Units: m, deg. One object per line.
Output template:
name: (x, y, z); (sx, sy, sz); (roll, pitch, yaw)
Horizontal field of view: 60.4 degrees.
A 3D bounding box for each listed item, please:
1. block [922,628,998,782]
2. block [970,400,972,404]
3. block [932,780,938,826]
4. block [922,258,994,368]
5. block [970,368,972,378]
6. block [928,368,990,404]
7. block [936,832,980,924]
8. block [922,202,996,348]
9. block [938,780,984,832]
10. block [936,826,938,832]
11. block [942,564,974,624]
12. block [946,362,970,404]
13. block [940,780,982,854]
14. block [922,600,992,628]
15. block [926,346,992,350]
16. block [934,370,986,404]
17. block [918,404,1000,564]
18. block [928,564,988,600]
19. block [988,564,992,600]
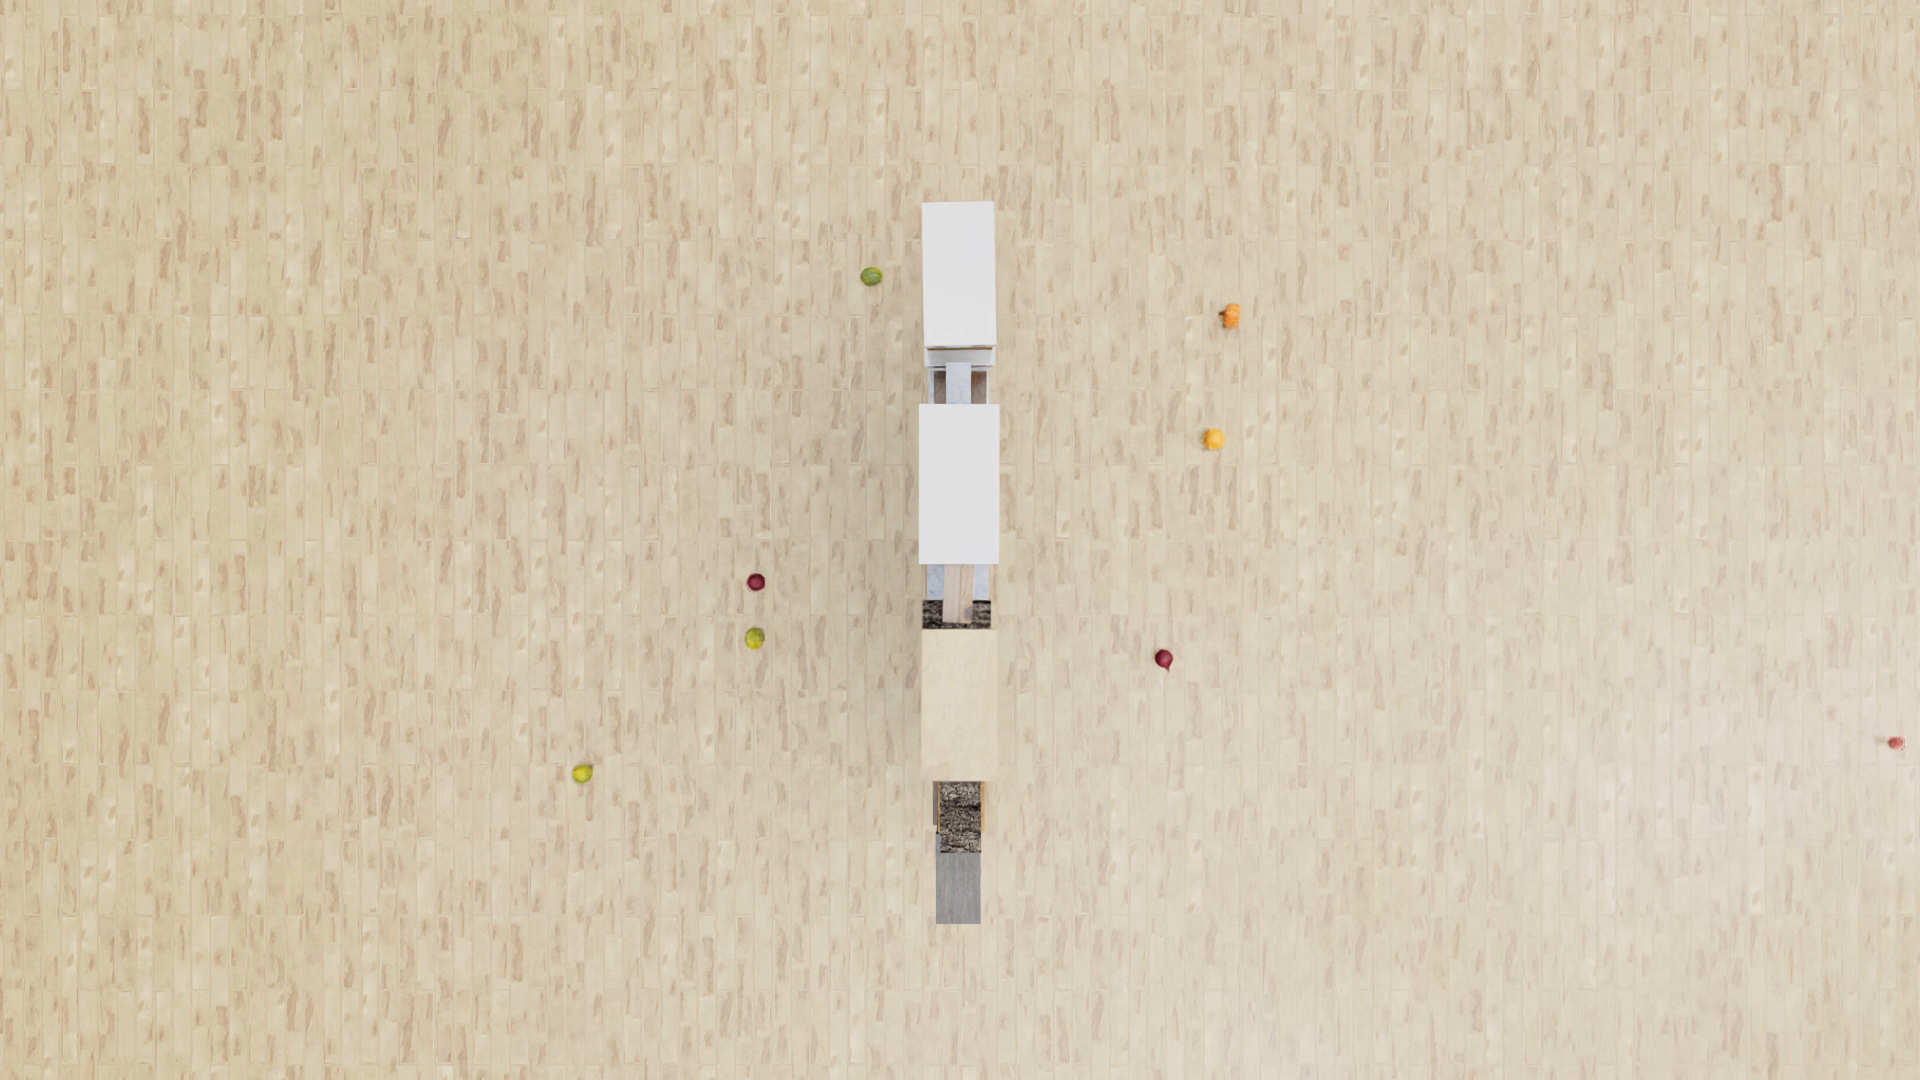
block: (-0.001, 0.378, 3.796); (0.173, 0.049, 0.346); (0, 90, 0)
block: (-0.003, -0.330, 4.063); (0.060, 0.120, 0.017); (0, 90, 0)
block: (-0.004, 0.635, 4.489); (0.139, 0.039, 0.278); (0, 90, 0)
block: (-0.004, -0.598, 4.056); (0.172, 0.049, 0.344); (-1, 90, 0)
block: (-0.003, -0.410, 4.063); (0.060, 0.120, 0.017); (0, 90, 0)
block: (-0.004, -0.328, 4.447); (0.163, 0.046, 0.327); (0, 90, 0)
block: (-0.005, 0.865, 4.223); (0.115, 0.033, 0.230); (0, 90, 0)
block: (-0.002, -0.593, 3.690); (0.159, 0.045, 0.319); (-1, 90, 0)
block: (0.003, 0.626, 4.216); (0.118, 0.034, 0.237); (0, 90, 0)
block: (-0.005, 0.787, 4.354); (0.115, 0.230, 0.033); (0, 90, 0)
block: (-0.004, 0.130, 3.978); (0.070, 0.020, 0.140); (3, 90, 0)
block: (-0.004, -0.370, 3.995); (0.060, 0.017, 0.120); (0, 90, 0)
block: (0.001, 0.655, 3.987); (0.099, 0.028, 0.198); (-1, 90, 0)
block: (-0.008, 0.328, 4.192); (0.174, 0.049, 0.347); (0, 90, 0)
block: (-0.001, -0.486, 3.872); (0.159, 0.319, 0.045); (-1, 90, 0)
block: (0.001, -0.291, 4.142); (0.132, 0.037, 0.264); (0, 90, 0)
block: (-0.002, -0.126, 3.738); (0.180, 0.051, 0.360); (0, 90, 0)
block: (-0.005, -0.003, 4.149); (0.152, 0.043, 0.304); (0, 90, 0)
block: (0.002, 0.013, 4.499); (0.173, 0.049, 0.347); (0, 90, 0)
